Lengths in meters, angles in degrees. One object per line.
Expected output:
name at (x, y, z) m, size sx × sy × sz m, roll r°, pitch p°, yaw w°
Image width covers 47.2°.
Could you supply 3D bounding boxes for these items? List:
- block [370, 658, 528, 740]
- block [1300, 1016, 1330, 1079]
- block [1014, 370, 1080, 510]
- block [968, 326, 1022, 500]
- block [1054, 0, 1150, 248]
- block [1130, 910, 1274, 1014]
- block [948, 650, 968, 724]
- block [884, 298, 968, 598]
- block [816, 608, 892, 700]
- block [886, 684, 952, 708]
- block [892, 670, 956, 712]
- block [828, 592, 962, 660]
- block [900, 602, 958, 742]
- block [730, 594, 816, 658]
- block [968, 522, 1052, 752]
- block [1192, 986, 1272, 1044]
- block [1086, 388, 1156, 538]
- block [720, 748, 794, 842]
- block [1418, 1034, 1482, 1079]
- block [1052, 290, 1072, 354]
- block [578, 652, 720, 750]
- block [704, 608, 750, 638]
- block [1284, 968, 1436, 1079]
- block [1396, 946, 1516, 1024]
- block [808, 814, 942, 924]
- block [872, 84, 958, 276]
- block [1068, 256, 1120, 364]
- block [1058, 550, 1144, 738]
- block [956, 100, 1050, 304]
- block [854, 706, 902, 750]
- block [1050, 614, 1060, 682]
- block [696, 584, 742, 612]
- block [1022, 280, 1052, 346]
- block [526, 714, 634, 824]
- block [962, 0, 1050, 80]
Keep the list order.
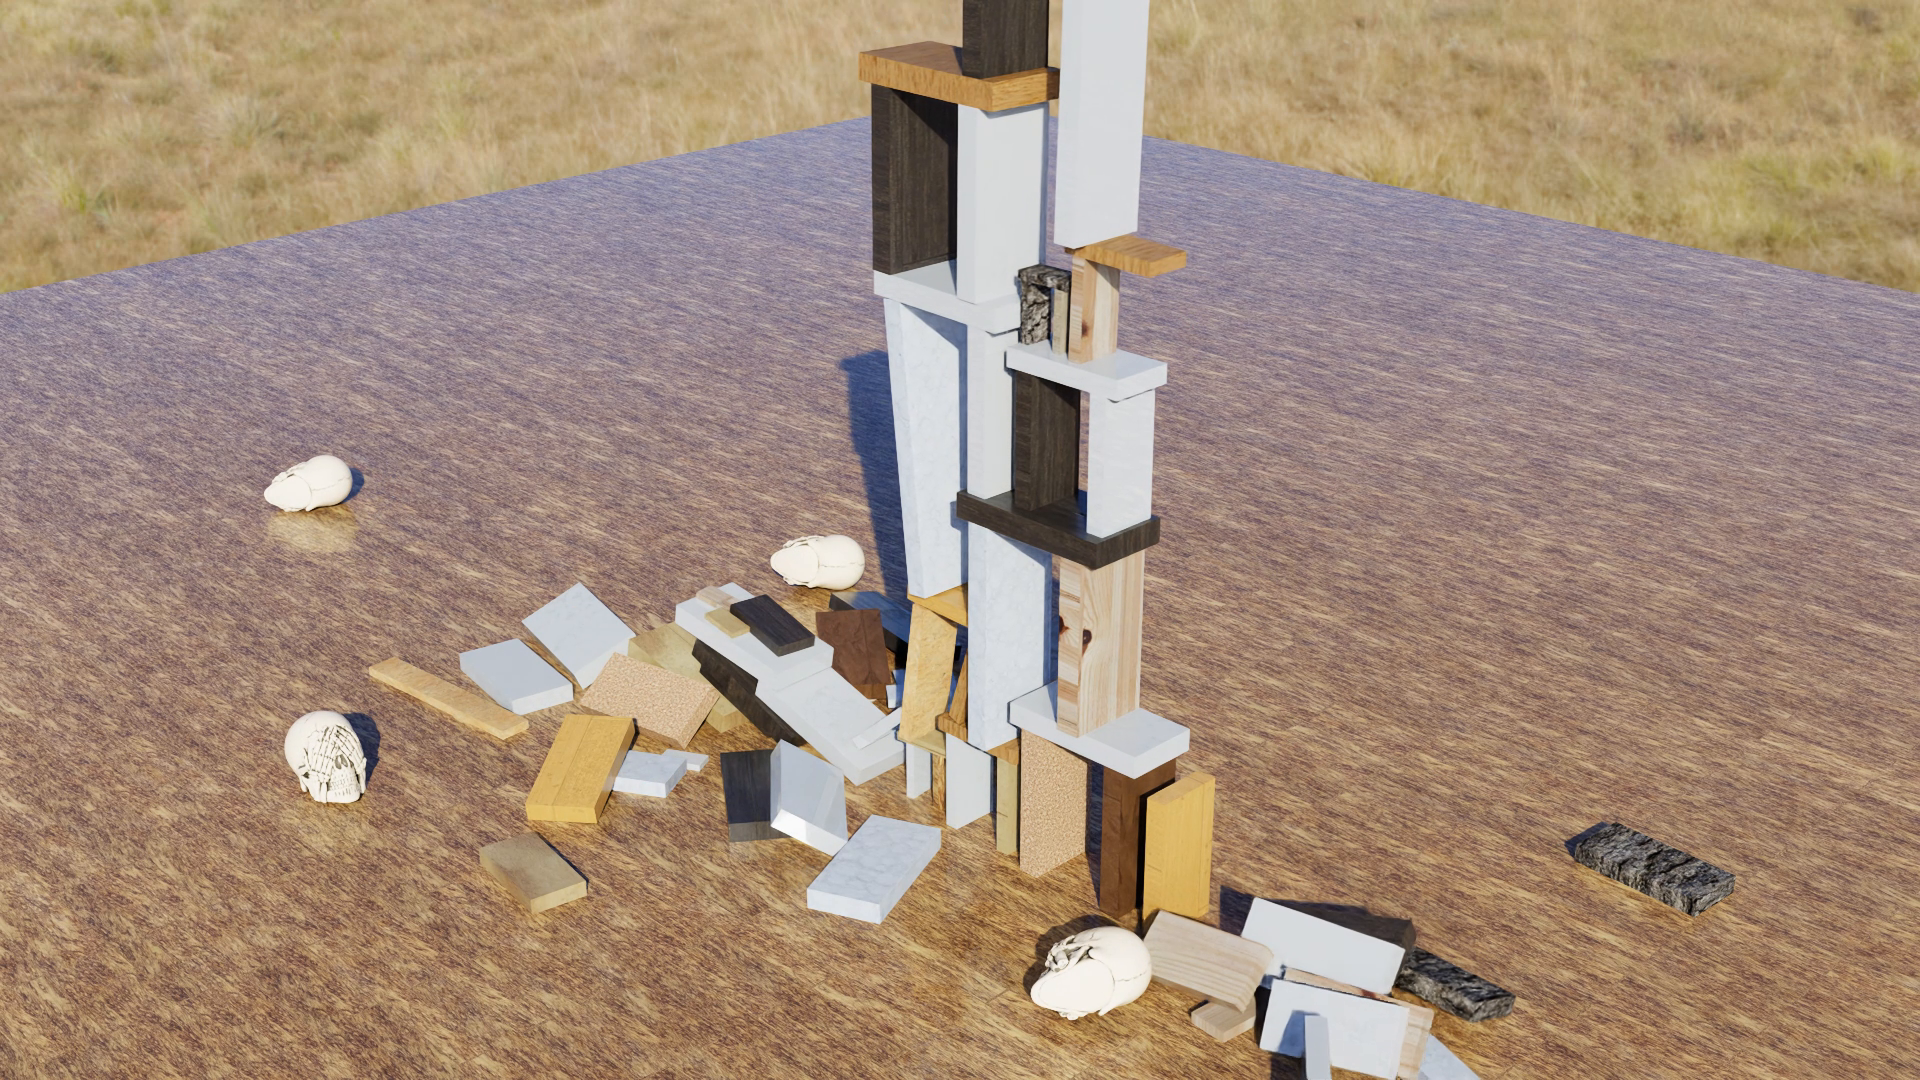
block at (-1.146, 0.350, 4.910) m, size 0.480 × 0.020 × 0.071 m, roll 19°, pitch 29°, yaw 37°
block at (0.565, 0.890, 3.495) m, size 0.037 × 0.132 × 0.265 m, roll 3°, pitch 23°, yaw 6°
block at (0.159, -0.195, 3.974) m, size 0.130 × 0.260 × 0.037 m, roll -21°, pitch 31°, yaw -40°
block at (0.088, -0.252, 4.027) m, size 0.162 × 0.324 × 0.046 m, roll -20°, pitch 30°, yaw -39°
block at (0.237, -0.779, 3.633) m, size 0.046 × 0.575 × 0.162 m, roll 23°, pitch 32°, yaw 40°
block at (0.423, 0.738, 3.860) m, size 0.236 × 0.033 × 0.118 m, roll 12°, pitch 60°, yaw 43°
block at (0.050, 0.252, 4.282) m, size 0.109 × 0.218 × 0.031 m, roll -20°, pitch 48°, yaw -39°
block at (-0.046, -0.190, 4.210) m, size 0.162 × 0.585 × 0.046 m, roll -20°, pitch 24°, yaw -39°
block at (-0.244, 0.259, 4.989) m, size 0.149 × 0.042 × 0.297 m, roll -3°, pitch 32°, yaw -6°
block at (-0.090, 0.341, 4.836) m, size 0.141 × 0.020 × 0.071 m, roll -2°, pitch 23°, yaw -6°
block at (-0.066, 0.358, 4.869) m, size 0.132 × 0.037 × 0.265 m, roll -4°, pitch 23°, yaw -9°
block at (-0.156, 0.203, 5.198) m, size 0.132 × 0.037 × 0.370 m, roll -1°, pitch 20°, yaw -36°
block at (-0.060, 0.250, 4.400) m, size 0.031 × 0.309 × 0.109 m, roll 27°, pitch 34°, yaw 33°
block at (-0.407, 0.184, 4.761) m, size 0.094 × 0.027 × 0.188 m, roll -17°, pitch 38°, yaw -36°
block at (0.095, 0.162, 4.181) m, size 0.173 × 0.461 × 0.049 m, roll -20°, pitch 30°, yaw -39°
block at (0.483, 0.816, 3.810) m, size 0.154 × 0.022 × 0.077 m, roll -18°, pitch 29°, yaw -36°
block at (0.282, -0.146, 3.860) m, size 0.037 × 0.260 × 0.130 m, roll 21°, pitch 31°, yaw 40°
block at (-0.406, 0.518, 4.487) m, size 0.149 × 0.042 × 0.297 m, roll -4°, pitch 23°, yaw -8°
block at (0.737, 0.828, 3.724) m, size 0.077 × 0.022 × 0.491 m, roll -9°, pitch 24°, yaw -23°
block at (0.190, -0.388, 3.852) m, size 0.058 × 0.116 × 0.016 m, roll -21°, pitch 33°, yaw -40°
block at (-0.679, 0.349, 4.795) m, size 0.288 × 0.041 × 0.144 m, roll 15°, pitch 60°, yaw 32°
block at (-0.504, 0.179, 4.759) m, size 0.048 × 0.014 × 0.095 m, roll -21°, pitch 41°, yaw -40°
block at (0.652, 0.807, 3.673) m, size 0.264 × 0.118 × 0.033 m, roll 10°, pitch -12°, yaw 38°
block at (0.824, 0.766, 3.853) m, size 0.132 × 0.037 × 0.265 m, roll 5°, pitch 13°, yaw -46°
block at (-0.162, 0.629, 4.225) m, size 0.148 × 0.042 × 0.297 m, roll 9°, pitch 25°, yaw 20°
block at (-0.080, -0.675, 4.042) m, size 0.173 × 0.347 × 0.049 m, roll -20°, pitch 31°, yaw -39°
block at (0.233, -0.408, 3.805) m, size 0.095 × 0.190 × 0.027 m, roll -21°, pitch 33°, yaw -41°
block at (0.257, 0.172, 4.011) m, size 0.173 × 0.346 × 0.049 m, roll -21°, pitch 31°, yaw -40°
block at (0.076, -0.605, 3.883) m, size 0.173 × 0.346 × 0.049 m, roll -20°, pitch 31°, yaw -39°
block at (-0.134, 0.373, 4.543) m, size 0.094 × 0.027 × 0.188 m, roll -25°, pitch -8°, yaw -43°
block at (0.226, 0.255, 5.011) m, size 0.148 × 0.042 × 0.371 m, roll 13°, pitch 26°, yaw 28°
block at (-0.529, 0.132, 4.834) m, size 0.095 × 0.014 × 0.048 m, roll 26°, pitch 34°, yaw 27°
block at (0.135, -0.409, 3.903) m, size 0.058 × 0.116 × 0.016 m, roll -20°, pitch 30°, yaw -39°
block at (-0.779, 0.468, 4.528) m, size 0.144 × 0.041 × 0.288 m, roll 2°, pitch 35°, yaw 9°
block at (0.079, -0.958, 3.731) m, size 0.162 × 0.323 × 0.046 m, roll -20°, pitch 31°, yaw -39°
